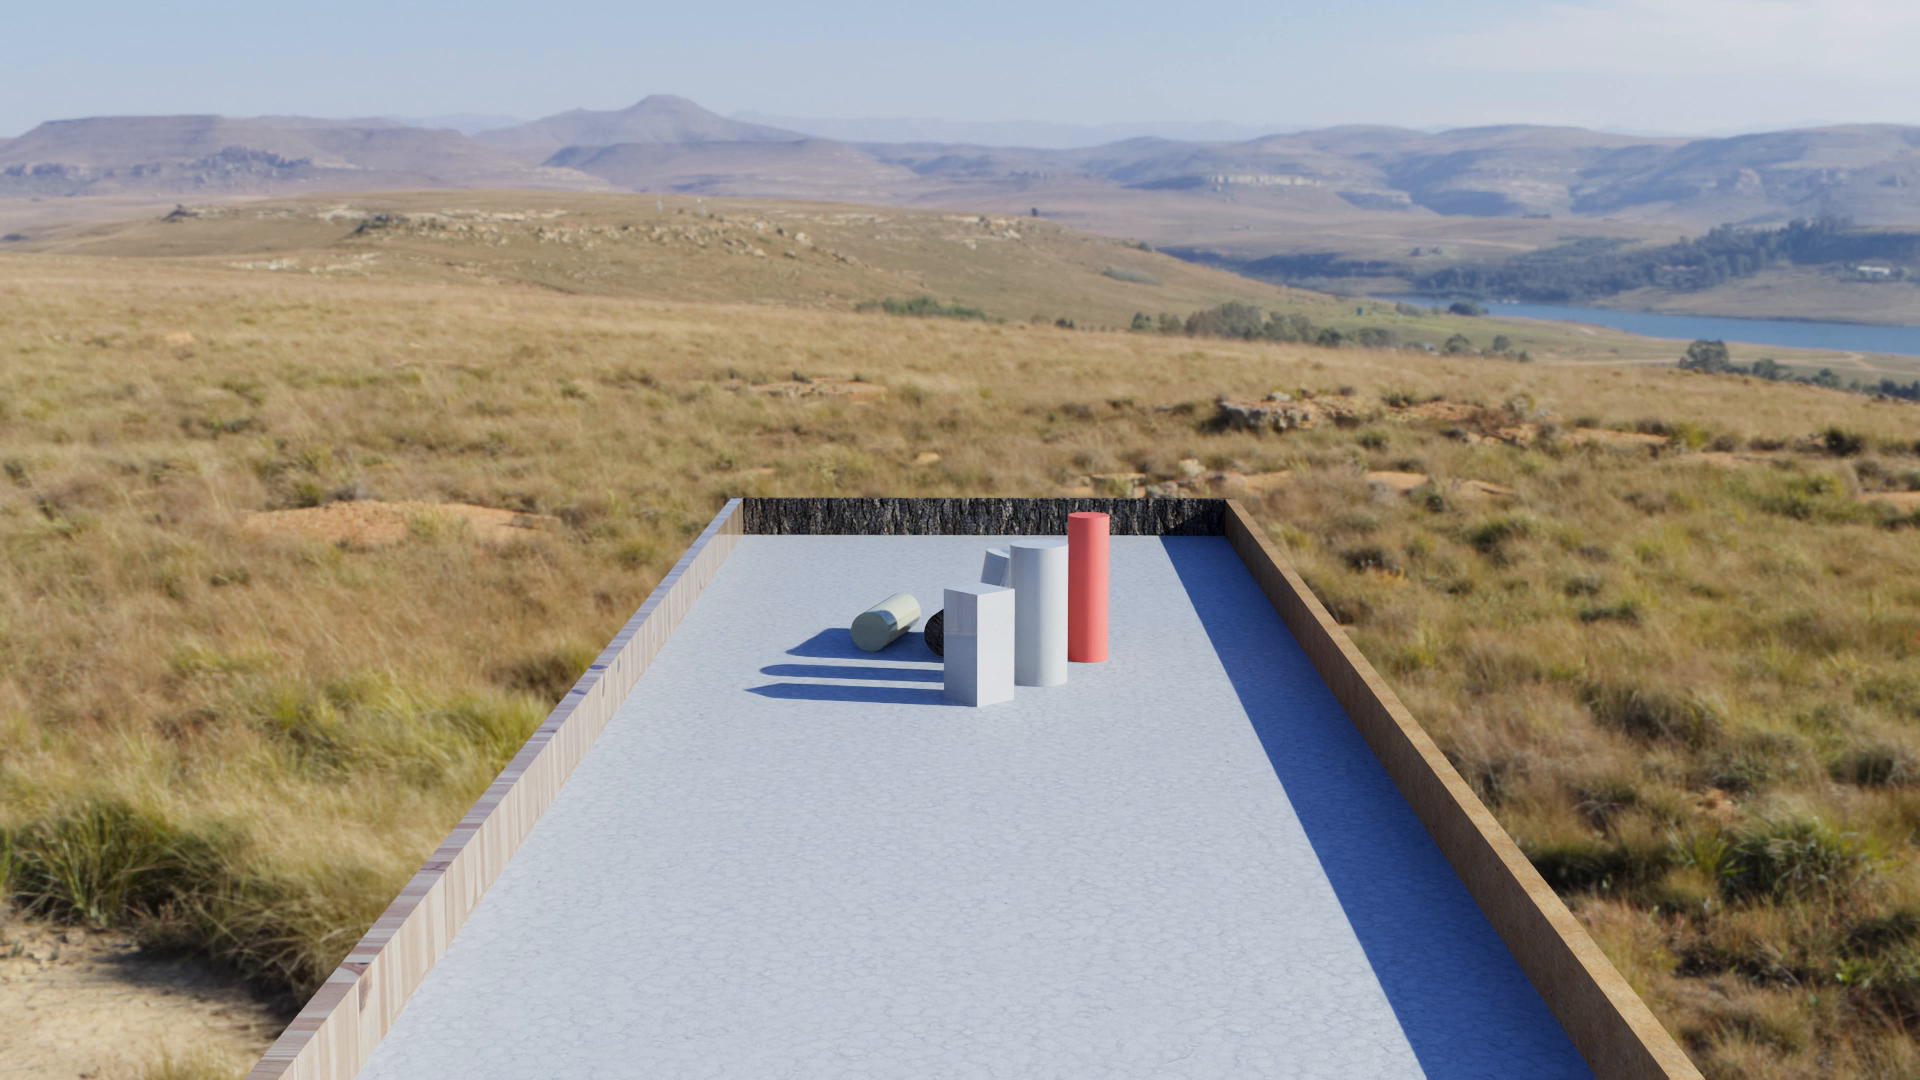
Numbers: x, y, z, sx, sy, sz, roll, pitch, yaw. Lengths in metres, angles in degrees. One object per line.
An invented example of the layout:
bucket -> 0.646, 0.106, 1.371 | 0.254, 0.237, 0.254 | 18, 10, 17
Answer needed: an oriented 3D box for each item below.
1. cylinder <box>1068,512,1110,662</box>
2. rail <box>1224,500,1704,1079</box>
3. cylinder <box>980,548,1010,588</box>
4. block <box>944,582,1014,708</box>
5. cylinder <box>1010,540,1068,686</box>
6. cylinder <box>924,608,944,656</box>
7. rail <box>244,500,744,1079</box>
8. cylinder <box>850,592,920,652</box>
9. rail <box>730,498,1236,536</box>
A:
cylinder -> 0.390, 0.144, 6.688 | 0.125, 0.443, 0.125 | 0, 9, 0
rail -> 1.046, 0.843, 3.208 | 0.050, 0.150, 12.000 | 0, 9, 1
cylinder -> 0.129, 0.197, 6.681 | 0.163, 0.313, 0.163 | 12, 8, -2
block -> 0.053, 0.292, 6.161 | 0.140, 0.315, 0.140 | -8, 12, -42
cylinder -> 0.228, 0.210, 6.390 | 0.171, 0.404, 0.171 | 0, 9, 0
cylinder -> 0.004, 0.262, 6.908 | 0.141, 0.141, 0.364 | 2, 9, 14
rail -> -1.004, 0.839, 3.234 | 0.050, 0.150, 12.000 | 0, 9, 1
cylinder -> -0.233, 0.259, 6.977 | 0.125, 0.125, 0.342 | 2, 9, 15
rail -> 0.099, -0.098, 9.147 | 2.100, 0.150, 0.050 | 0, 9, 1
